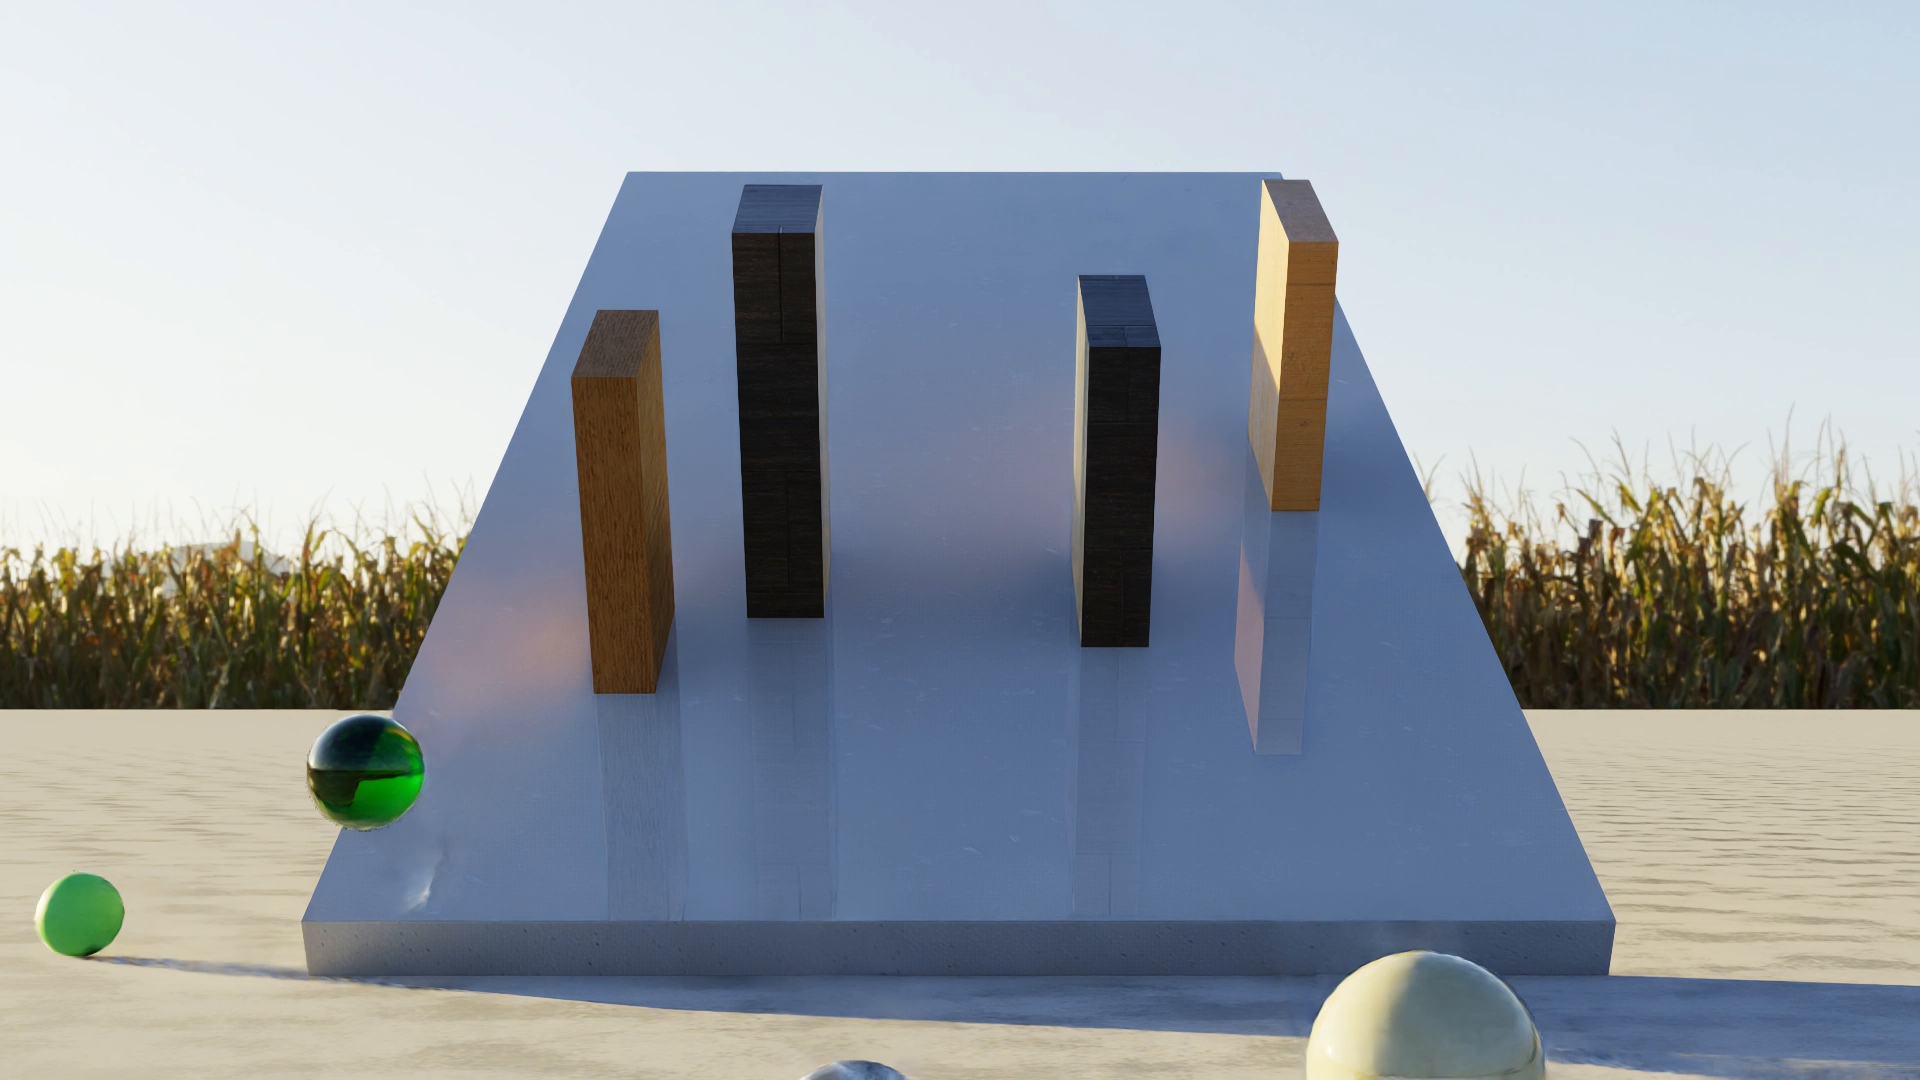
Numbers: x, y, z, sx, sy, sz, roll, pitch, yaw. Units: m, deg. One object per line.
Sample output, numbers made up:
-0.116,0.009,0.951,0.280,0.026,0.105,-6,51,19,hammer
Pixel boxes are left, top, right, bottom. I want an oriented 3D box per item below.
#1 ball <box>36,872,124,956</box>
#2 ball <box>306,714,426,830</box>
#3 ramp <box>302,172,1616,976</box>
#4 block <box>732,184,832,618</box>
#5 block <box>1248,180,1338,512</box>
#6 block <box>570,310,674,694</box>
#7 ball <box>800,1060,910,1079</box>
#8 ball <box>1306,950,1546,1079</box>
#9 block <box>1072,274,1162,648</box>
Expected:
-1.457,0.620,3.882,0.138,0.138,0.138,0,-4,0,ball
-0.957,0.373,3.779,0.186,0.186,0.186,0,-4,0,ball
-0.009,-0.229,5.395,2.000,0.100,4.000,0,25,0,ramp
-0.332,-0.260,4.446,0.147,0.765,0.295,0,25,0,block
0.704,-0.420,4.994,0.100,0.591,0.432,0,25,0,block
-0.602,-0.071,4.228,0.110,0.608,0.336,0,25,0,block
-0.083,0.478,1.840,0.138,0.138,0.138,0,-4,0,ball
0.402,0.458,2.028,0.203,0.203,0.203,0,-4,0,ball
0.289,-0.152,4.420,0.126,0.596,0.389,0,25,0,block
